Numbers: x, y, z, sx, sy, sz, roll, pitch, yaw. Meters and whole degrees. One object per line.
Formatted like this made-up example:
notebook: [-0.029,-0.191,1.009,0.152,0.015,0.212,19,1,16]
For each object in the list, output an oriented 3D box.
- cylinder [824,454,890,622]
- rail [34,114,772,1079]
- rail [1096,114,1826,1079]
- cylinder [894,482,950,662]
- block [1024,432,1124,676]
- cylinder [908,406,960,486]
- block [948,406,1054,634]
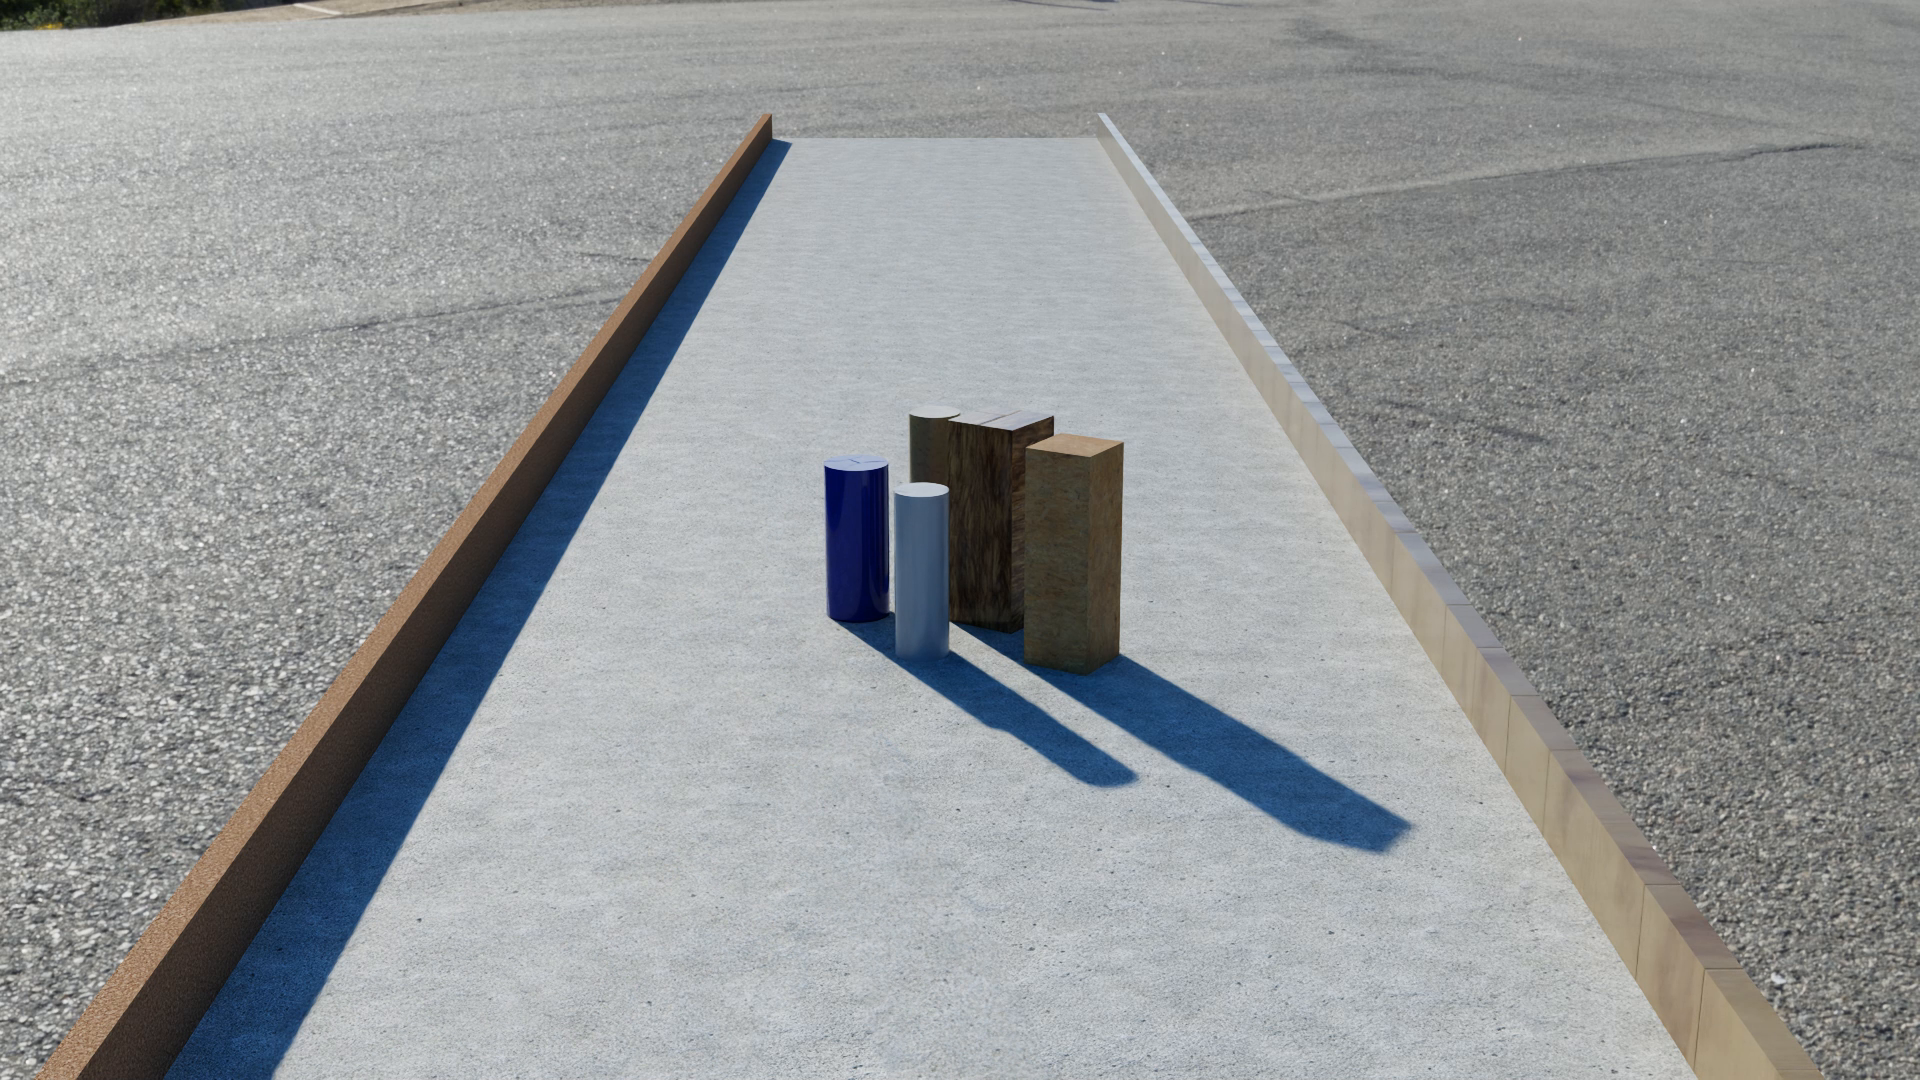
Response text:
cylinder: [-0.218,-0.003,4.657,0.137,0.332,0.137,0,17,0]
rail: [-1.118,-0.838,7.780,0.050,0.150,12.000,0,17,-1]
rail: [0.932,-0.844,7.801,0.050,0.150,12.000,0,17,-1]
cylinder: [-0.076,0.064,4.409,0.110,0.342,0.110,0,17,0]
block: [0.225,0.027,4.357,0.141,0.444,0.141,10,19,30]
cylinder: [-0.056,-0.099,4.888,0.115,0.382,0.115,0,17,0]
block: [0.085,-0.045,4.613,0.160,0.435,0.160,11,20,33]
